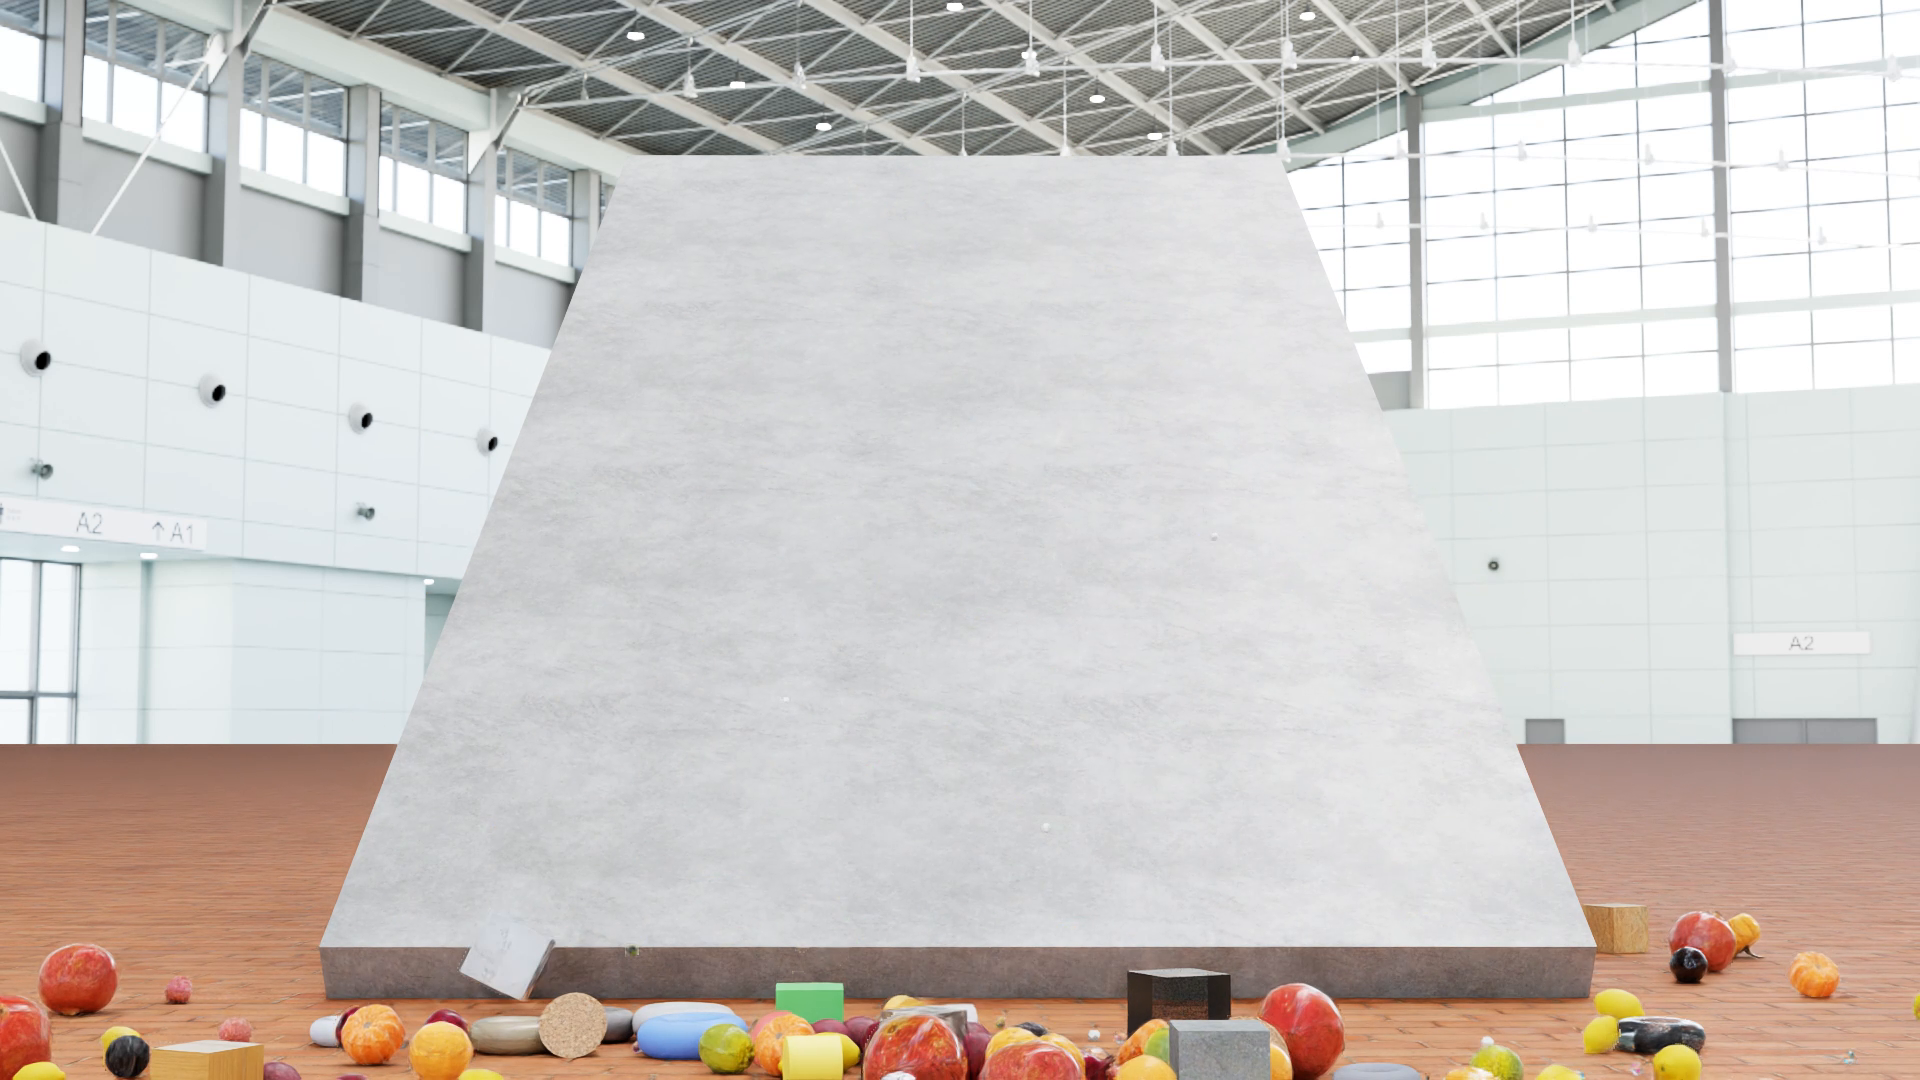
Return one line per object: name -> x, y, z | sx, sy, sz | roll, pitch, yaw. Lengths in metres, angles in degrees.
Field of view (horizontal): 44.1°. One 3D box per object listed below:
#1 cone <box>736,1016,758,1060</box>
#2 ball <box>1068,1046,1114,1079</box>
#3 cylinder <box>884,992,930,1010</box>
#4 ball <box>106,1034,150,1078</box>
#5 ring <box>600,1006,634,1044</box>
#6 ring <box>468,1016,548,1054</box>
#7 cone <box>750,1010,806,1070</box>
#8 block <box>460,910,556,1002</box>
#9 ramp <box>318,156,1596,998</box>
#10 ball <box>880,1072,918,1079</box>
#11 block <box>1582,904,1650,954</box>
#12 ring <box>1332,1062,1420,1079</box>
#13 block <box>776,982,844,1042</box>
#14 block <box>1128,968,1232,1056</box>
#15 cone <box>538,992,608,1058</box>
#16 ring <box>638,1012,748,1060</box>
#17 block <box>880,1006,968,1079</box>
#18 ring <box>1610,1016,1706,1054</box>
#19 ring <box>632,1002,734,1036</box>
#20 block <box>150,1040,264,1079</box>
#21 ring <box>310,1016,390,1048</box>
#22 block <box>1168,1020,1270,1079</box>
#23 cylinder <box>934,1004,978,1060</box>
cone -> -0.265, 0.642, 3.071 | 0.052, 0.052, 0.052 | 0, -5, 0
ball -> 0.152, 0.614, 2.749 | 0.055, 0.055, 0.055 | 0, -5, 0
cylinder -> -0.074, 0.659, 3.280 | 0.053, 0.053, 0.053 | 2, -27, -28
ball -> -1.010, 0.627, 2.876 | 0.052, 0.052, 0.052 | 0, -5, 0
ring -> -0.504, 0.662, 3.235 | 0.126, 0.042, 0.126 | 0, -6, 0
ring -> -0.586, 0.653, 3.127 | 0.123, 0.041, 0.123 | 1, -5, 0
cone -> -0.215, 0.646, 3.000 | 0.077, 0.077, 0.077 | -2, -32, 23
block -> -0.671, 0.619, 3.528 | 0.099, 0.099, 0.099 | 26, -12, 0
ramp -> -0.011, -0.226, 5.515 | 2.000, 0.100, 4.000 | 0, 27, 0
ball -> -0.065, 0.594, 2.515 | 0.057, 0.057, 0.057 | 0, -5, 0
block -> 1.271, 0.752, 4.595 | 0.087, 0.087, 0.087 | 2, -5, -26
ring -> 0.478, 0.623, 2.721 | 0.103, 0.034, 0.103 | -1, -4, 0
block -> -0.197, 0.627, 3.095 | 0.087, 0.087, 0.087 | 0, -5, -4
block -> 0.291, 0.626, 3.153 | 0.099, 0.099, 0.099 | 2, -5, -27
cone -> -0.503, 0.653, 3.116 | 0.088, 0.088, 0.088 | 0, -31, -1
ring -> -0.348, 0.646, 3.092 | 0.145, 0.048, 0.145 | -1, -4, 0
block -> -0.045, 0.618, 2.921 | 0.076, 0.076, 0.076 | -4, -6, 40
ring -> 0.920, 0.654, 3.127 | 0.122, 0.041, 0.122 | 1, -6, 0
ring -> -0.375, 0.658, 3.228 | 0.144, 0.048, 0.144 | 1, -5, 0
block -> -0.806, 0.583, 2.537 | 0.082, 0.082, 0.082 | -2, -5, 26
ring -> -0.823, 0.662, 3.196 | 0.104, 0.035, 0.104 | 1, -5, 0
block -> 0.282, 0.579, 2.585 | 0.098, 0.098, 0.098 | 0, -5, -1
cylinder -> -0.017, 0.631, 3.038 | 0.069, 0.069, 0.069 | 1, -5, -13
